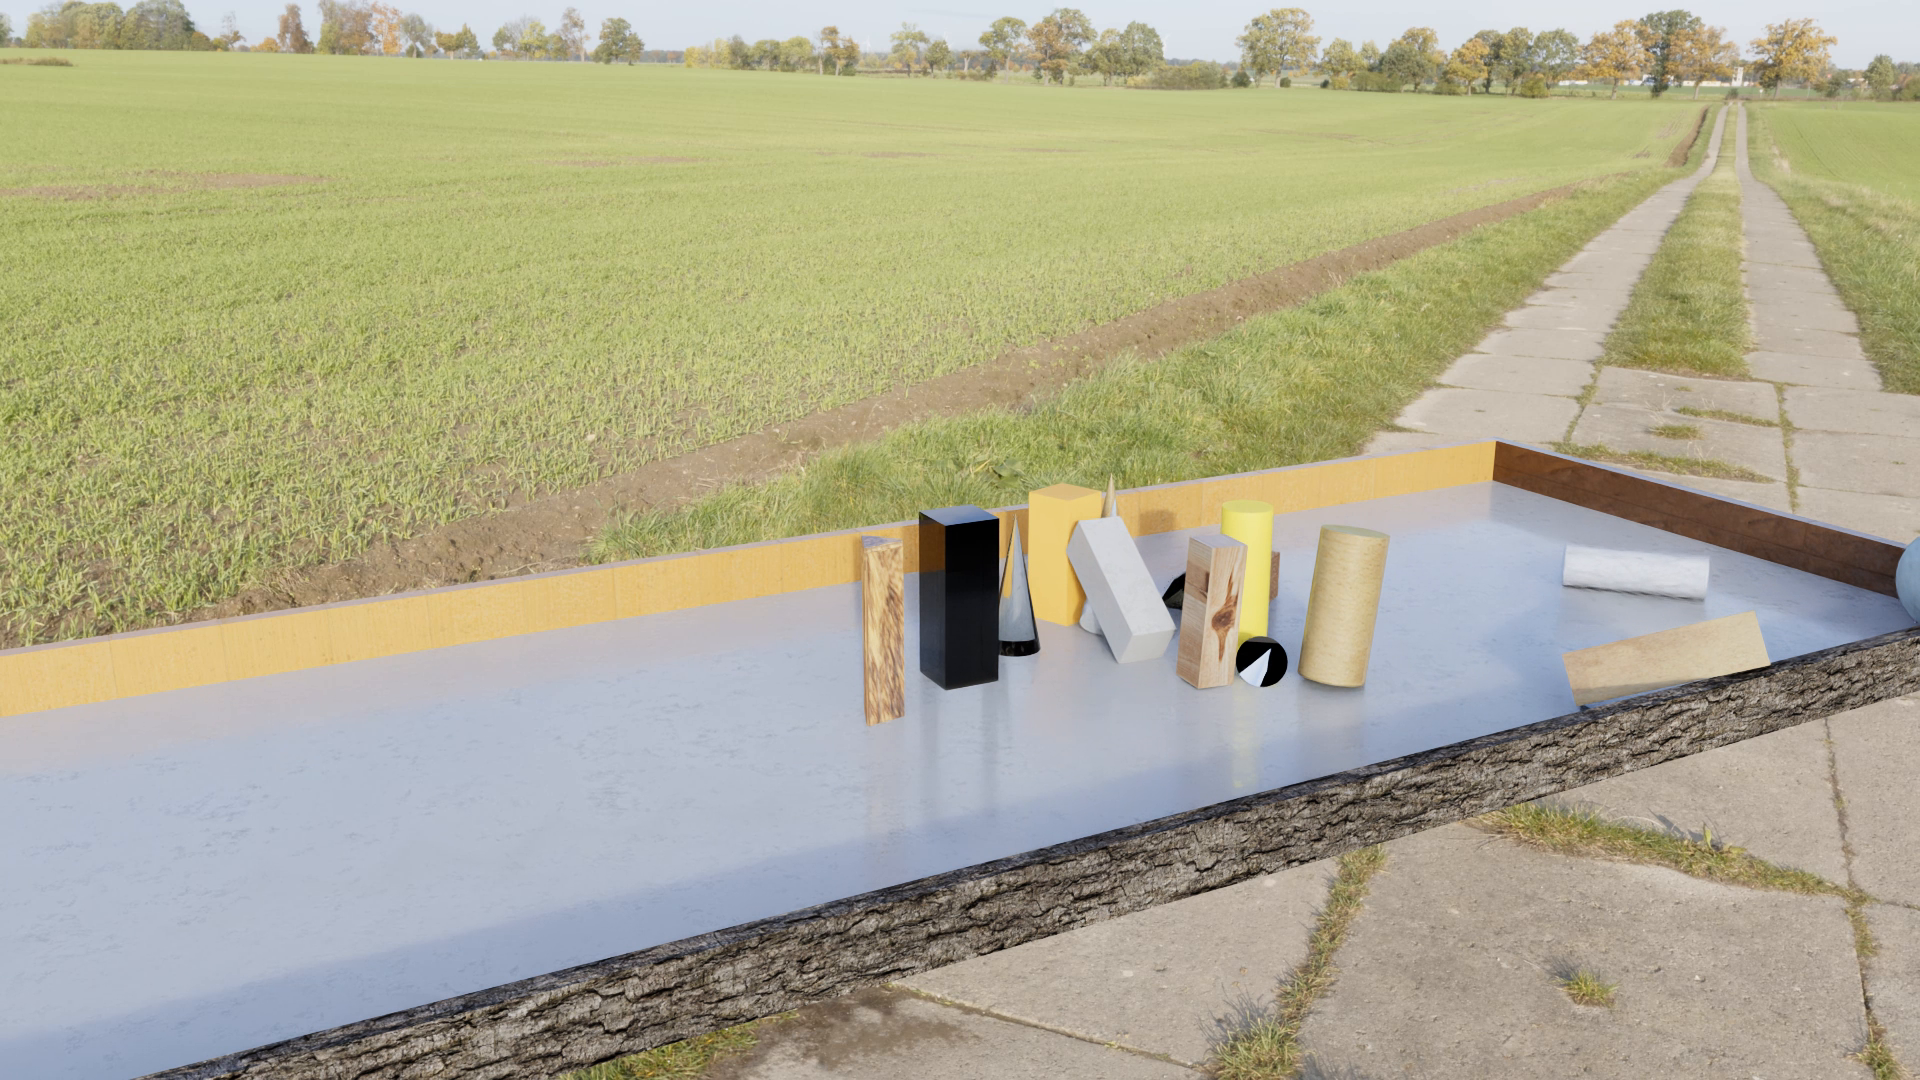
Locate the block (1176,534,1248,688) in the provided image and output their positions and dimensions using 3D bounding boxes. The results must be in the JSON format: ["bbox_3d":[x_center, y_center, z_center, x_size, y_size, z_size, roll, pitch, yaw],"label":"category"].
[{"bbox_3d":[0.625,0.177,4.098,0.103,0.363,0.103,-4,18,-24],"label":"block"}]

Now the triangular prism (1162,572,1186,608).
[{"bbox_3d":[0.705,0.102,4.844,0.102,0.088,0.398,8,18,28],"label":"triangular prism"}]

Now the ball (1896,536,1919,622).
[{"bbox_3d":[2.698,0.107,4.446,0.306,0.306,0.306,0,16,0],"label":"ball"}]

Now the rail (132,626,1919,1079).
[{"bbox_3d":[-2.336,1.006,1.665,12.000,0.150,0.050,-9,18,-27],"label":"rail"}]

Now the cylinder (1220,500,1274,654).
[{"bbox_3d":[0.746,0.100,4.324,0.133,0.390,0.133,0,16,0],"label":"cylinder"}]

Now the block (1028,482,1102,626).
[{"bbox_3d":[0.290,0.039,4.590,0.141,0.357,0.141,15,22,41],"label":"block"}]

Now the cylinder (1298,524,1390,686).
[{"bbox_3d":[0.953,0.161,4.099,0.169,0.374,0.169,7,9,-1],"label":"cylinder"}]

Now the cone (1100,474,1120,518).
[{"bbox_3d":[0.440,-0.030,4.840,0.149,0.348,0.149,0,16,0],"label":"cone"}]

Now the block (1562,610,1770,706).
[{"bbox_3d":[1.653,0.278,3.869,0.426,0.127,0.127,-16,-9,24],"label":"block"}]

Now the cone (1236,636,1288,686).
[{"bbox_3d":[0.798,0.288,4.263,0.128,0.128,0.336,5,6,16],"label":"cone"}]

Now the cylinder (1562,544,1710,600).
[{"bbox_3d":[1.972,0.093,4.821,0.386,0.123,0.123,6,18,21],"label":"cylinder"}]

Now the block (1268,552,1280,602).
[{"bbox_3d":[0.776,0.134,4.665,0.132,0.132,0.361,9,19,29],"label":"block"}]

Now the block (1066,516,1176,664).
[{"bbox_3d":[0.420,0.129,4.345,0.126,0.126,0.384,-7,53,-22],"label":"block"}]

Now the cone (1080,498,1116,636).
[{"bbox_3d":[0.411,0.051,4.537,0.126,0.126,0.415,3,56,9],"label":"cone"}]

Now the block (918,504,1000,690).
[{"bbox_3d":[-0.003,0.141,4.120,0.148,0.425,0.148,-8,18,-26],"label":"block"}]

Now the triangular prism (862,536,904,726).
[{"bbox_3d":[-0.201,0.208,3.874,0.105,0.436,0.091,-12,20,-36],"label":"triangular prism"}]

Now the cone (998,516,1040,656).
[{"bbox_3d":[0.144,0.108,4.330,0.140,0.371,0.140,0,16,0],"label":"cone"}]

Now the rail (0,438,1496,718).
[{"bbox_3d":[-3.305,0.497,3.399,12.000,0.150,0.050,-9,18,-27],"label":"rail"}]

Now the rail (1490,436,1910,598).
[{"bbox_3d":[2.466,-0.048,5.253,0.050,0.150,2.100,-9,18,-27],"label":"rail"}]
